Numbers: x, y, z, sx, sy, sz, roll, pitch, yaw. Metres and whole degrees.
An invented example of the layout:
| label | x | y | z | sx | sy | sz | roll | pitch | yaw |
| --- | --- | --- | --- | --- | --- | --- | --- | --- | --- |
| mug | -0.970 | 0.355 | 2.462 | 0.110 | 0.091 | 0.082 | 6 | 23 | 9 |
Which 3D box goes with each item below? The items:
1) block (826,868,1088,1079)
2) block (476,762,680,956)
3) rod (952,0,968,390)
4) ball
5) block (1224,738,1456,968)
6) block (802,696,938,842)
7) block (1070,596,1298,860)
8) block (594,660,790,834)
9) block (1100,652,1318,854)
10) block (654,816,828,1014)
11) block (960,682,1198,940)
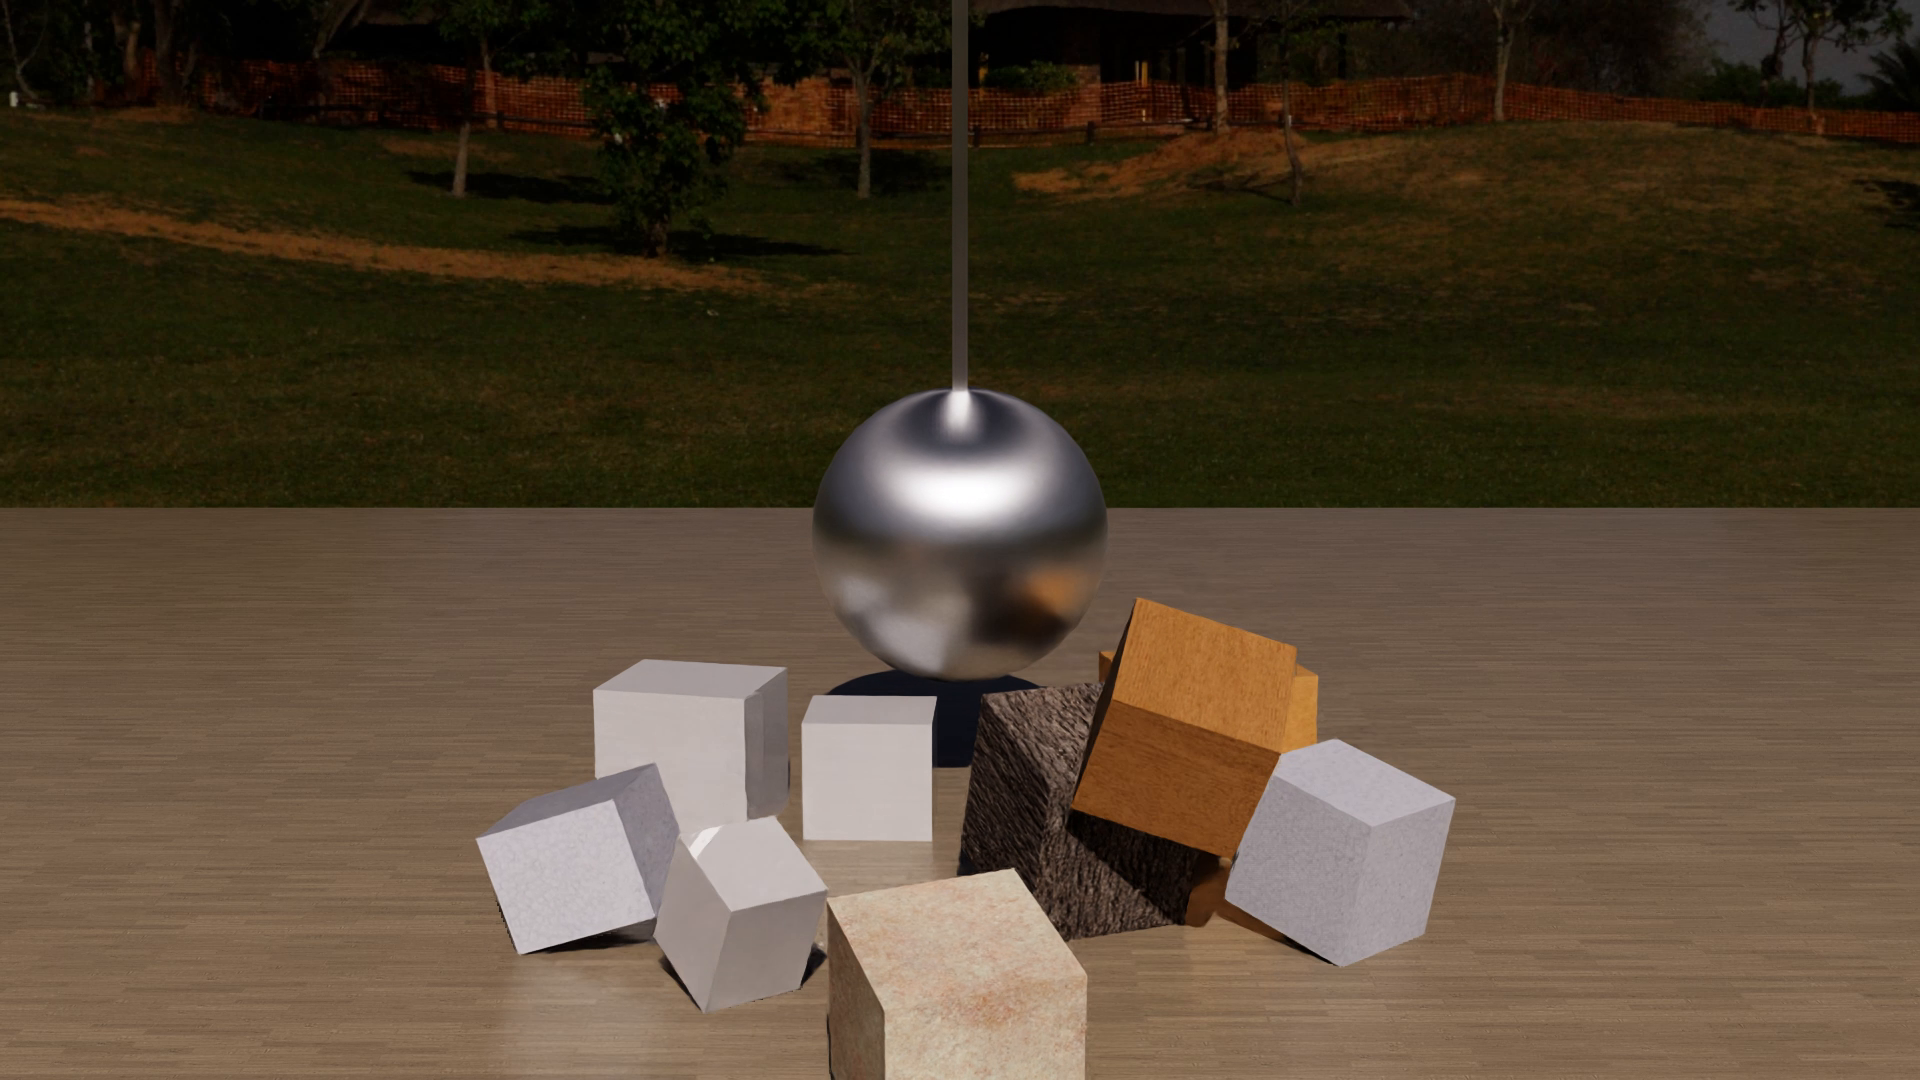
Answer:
| label | x | y | z | sx | sy | sz | roll | pitch | yaw |
| --- | --- | --- | --- | --- | --- | --- | --- | --- | --- |
| block | -0.025 | 1.703 | 7.732 | 0.706 | 0.721 | 0.752 | -7 | 22 | -17 |
| block | -1.652 | 1.408 | 9.777 | 0.662 | 0.547 | 0.586 | -17 | 7 | 13 |
| rod | 0.000 | -3.290 | 10.866 | 0.080 | 5.200 | 0.080 | 0 | 16 | 0 |
| ball | 0.000 | -0.029 | 11.829 | 1.600 | 1.600 | 1.600 | 0 | 10 | 0 |
| block | 1.680 | 1.374 | 9.764 | 0.598 | 0.679 | 0.677 | -9 | 26 | -42 |
| block | -0.459 | 1.175 | 11.399 | 0.656 | 0.610 | 0.572 | 0 | 10 | 2 |
| block | 0.947 | 0.792 | 9.282 | 0.713 | 0.672 | 0.651 | 18 | 41 | 2 |
| block | -1.389 | 1.088 | 11.471 | 0.808 | 0.754 | 0.687 | 2 | 11 | 13 |
| block | 1.257 | 1.060 | 11.296 | 0.895 | 0.873 | 0.759 | -3 | 11 | -14 |
| block | -0.912 | 1.543 | 9.093 | 0.454 | 0.560 | 0.474 | -7 | 38 | -35 |
| block | 0.558 | 1.220 | 9.975 | 0.791 | 0.832 | 0.783 | -4 | 29 | -22 |
